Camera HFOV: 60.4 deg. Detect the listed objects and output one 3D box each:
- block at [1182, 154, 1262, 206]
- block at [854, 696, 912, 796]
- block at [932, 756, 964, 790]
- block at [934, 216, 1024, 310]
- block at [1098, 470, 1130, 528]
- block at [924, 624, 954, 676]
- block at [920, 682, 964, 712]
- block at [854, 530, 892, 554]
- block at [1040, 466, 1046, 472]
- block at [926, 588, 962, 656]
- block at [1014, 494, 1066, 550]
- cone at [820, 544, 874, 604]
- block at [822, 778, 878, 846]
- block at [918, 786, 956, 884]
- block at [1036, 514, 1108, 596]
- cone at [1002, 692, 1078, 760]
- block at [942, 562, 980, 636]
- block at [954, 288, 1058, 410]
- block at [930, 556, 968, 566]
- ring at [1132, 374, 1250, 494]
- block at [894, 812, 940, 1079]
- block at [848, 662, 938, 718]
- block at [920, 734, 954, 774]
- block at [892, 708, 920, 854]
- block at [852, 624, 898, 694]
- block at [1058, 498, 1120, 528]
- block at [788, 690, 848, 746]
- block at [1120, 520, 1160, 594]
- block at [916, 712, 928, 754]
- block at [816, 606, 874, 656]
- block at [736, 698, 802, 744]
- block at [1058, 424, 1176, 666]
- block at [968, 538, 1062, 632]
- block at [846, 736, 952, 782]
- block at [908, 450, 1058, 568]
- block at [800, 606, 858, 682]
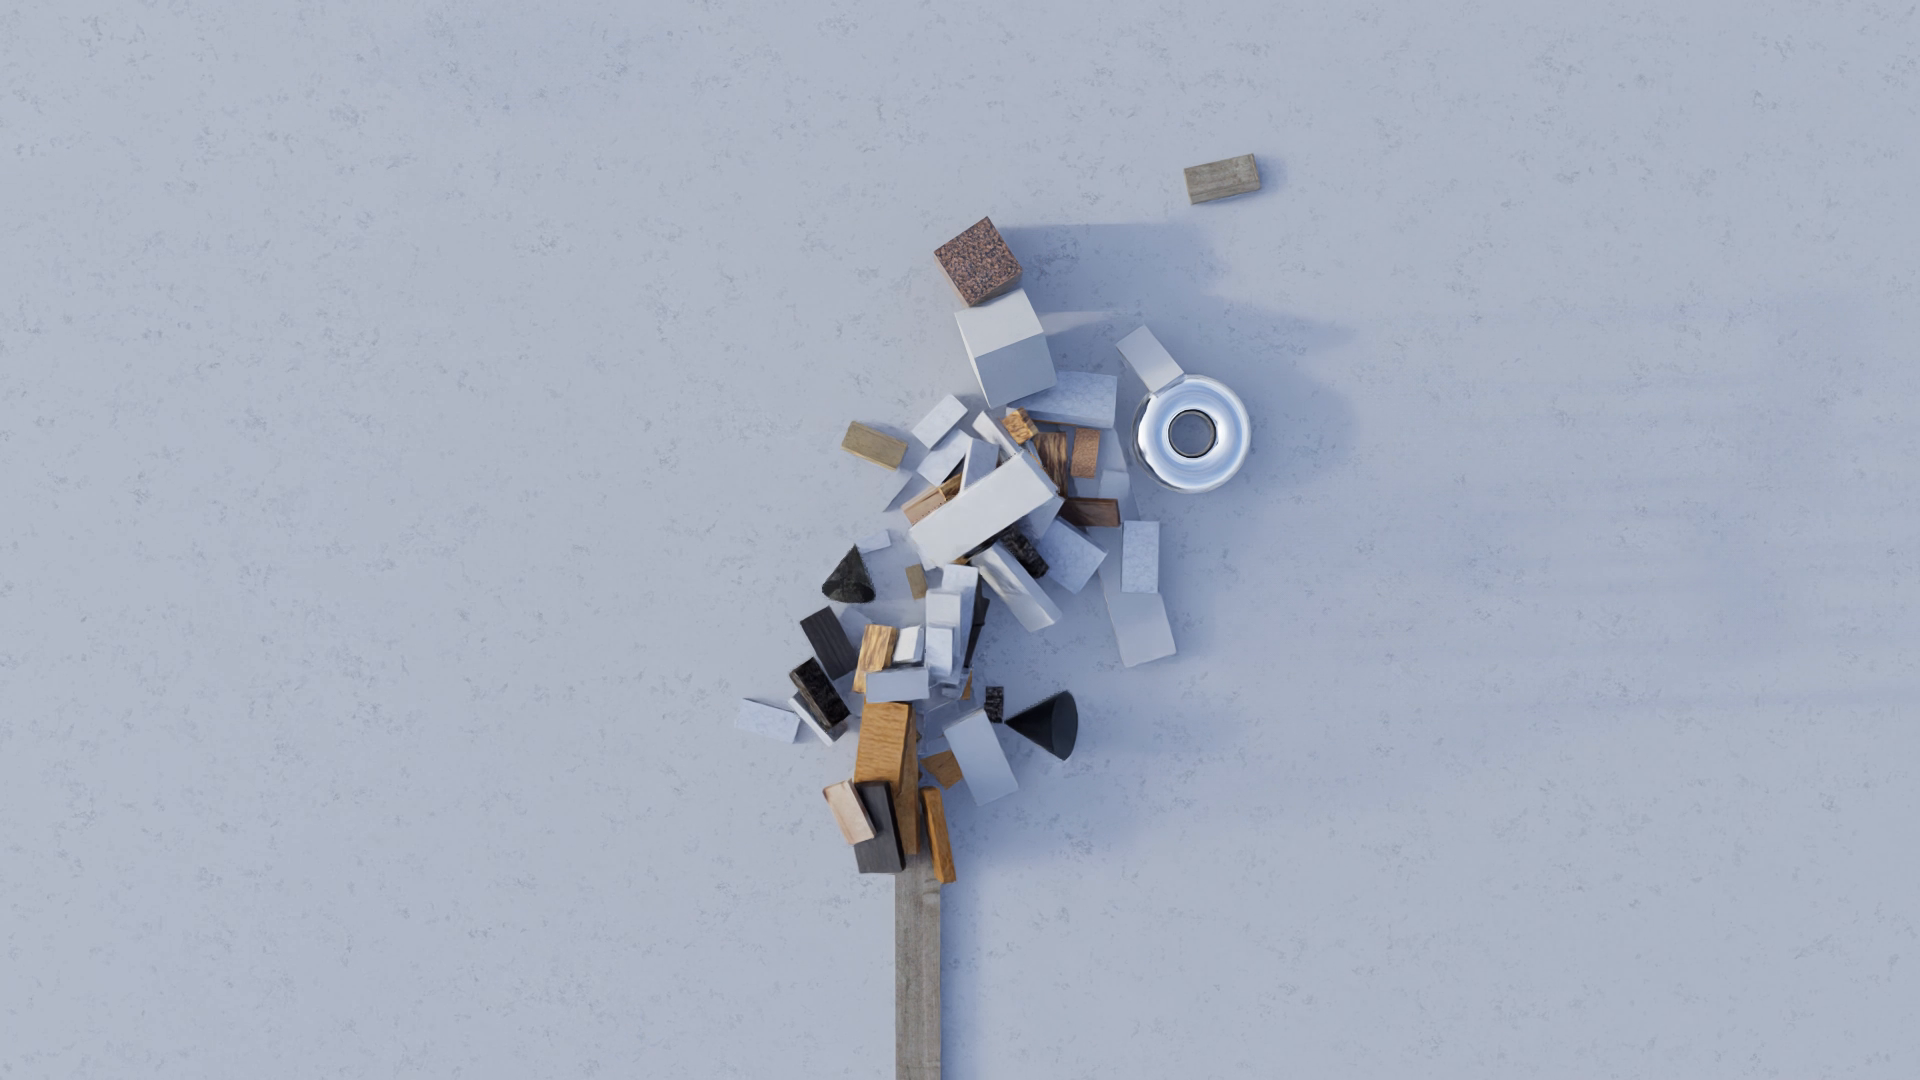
[{"bbox_3d":[0.871,-1.199,5.483,0.236,0.033,0.118,-13,90,0],"label":"block"},{"bbox_3d":[-0.252,0.669,5.374,0.152,0.043,0.304,10,97,16],"label":"block"},{"bbox_3d":[-0.011,0.756,5.489,0.149,0.021,0.074,-39,90,0],"label":"block"},{"bbox_3d":[0.059,-0.896,5.396,0.209,0.209,0.209,-33,90,0],"label":"block"},{"bbox_3d":[0.502,-0.134,5.437,0.091,0.026,0.183,10,90,0],"label":"block"},{"bbox_3d":[-0.067,0.354,5.315,0.087,0.025,0.174,7,118,9],"label":"block"},{"bbox_3d":[-0.063,0.513,5.467,0.138,0.020,0.069,-26,73,12],"label":"block"},{"bbox_3d":[-0.290,0.007,5.492,0.112,0.016,0.056,-16,90,0],"label":"block"},{"bbox_3d":[0.183,-0.163,5.369,0.202,0.101,0.029,-55,133,-8],"label":"block"},{"bbox_3d":[-0.050,0.265,5.301,0.110,0.031,0.220,4,116,10],"label":"block"},{"bbox_3d":[0.250,-0.074,5.384,0.101,0.029,0.202,32,111,3],"label":"block"},{"bbox_3d":[-0.359,0.091,5.460,0.179,0.179,0.179,6,63,0],"label":"cone"},{"bbox_3d":[-0.358,0.884,5.354,0.101,0.029,0.203,-22,97,23],"label":"block"},{"bbox_3d":[-0.074,0.959,5.379,0.042,0.149,0.299,-10,88,-13],"label":"block"},{"bbox_3d":[0.293,0.007,5.440,0.354,0.050,0.177,35,111,2],"label":"block"},{"bbox_3d":[0.242,0.609,5.450,0.224,0.224,0.224,-1,90,27],"label":"cone"},{"bbox_3d":[-0.008,0.190,5.337,0.110,0.031,0.220,9,94,8],"label":"block"},{"bbox_3d":[0.150,-0.619,5.334,0.235,0.235,0.235,-21,48,0],"label":"block"},{"bbox_3d":[-0.035,0.066,5.434,0.112,0.016,0.056,26,79,8],"label":"block"},{"bbox_3d":[0.761,-0.349,5.436,0.396,0.132,0.396,0,91,0],"label":"ring"},{"bbox_3d":[-0.140,1.382,5.479,0.149,0.042,0.945,0,90,0],"label":"block"},{"bbox_3d":[-0.221,0.495,5.470,0.294,0.025,0.087,-23,71,1],"label":"block"},{"bbox_3d":[-0.065,0.702,5.489,0.149,0.021,0.074,-40,90,0],"label":"block"},{"bbox_3d":[-0.217,0.789,5.418,0.152,0.043,0.477,-1,94,17],"label":"block"},{"bbox_3d":[-0.279,0.392,5.402,0.113,0.032,0.226,4,78,40],"label":"block"},{"bbox_3d":[0.415,-0.091,5.399,0.217,0.026,0.091,3,121,24],"label":"block"},{"bbox_3d":[-0.468,0.577,5.450,0.203,0.101,0.029,48,126,0],"label":"block"},{"bbox_3d":[0.594,0.055,5.433,0.118,0.033,0.236,2,90,0],"label":"block"},{"bbox_3d":[-0.147,0.641,5.466,0.069,0.020,0.138,-8,73,9],"label":"block"},{"bbox_3d":[-0.383,0.327,5.486,0.100,0.028,0.200,32,90,0],"label":"block"},{"bbox_3d":[-0.637,0.603,5.486,0.200,0.028,0.100,16,90,0],"label":"block"},{"bbox_3d":[0.523,-0.005,5.475,0.177,0.050,0.833,-15,90,0],"label":"block"},{"bbox_3d":[0.179,0.153,5.399,0.324,0.162,0.046,50,59,-7],"label":"block"},{"bbox_3d":[-0.185,0.722,5.473,0.392,0.014,0.048,-20,84,5],"label":"block"},{"bbox_3d":[0.069,-0.092,5.229,0.515,0.046,0.162,-33,104,35],"label":"block"},{"bbox_3d":[-0.427,0.342,5.455,0.113,0.032,0.226,-29,90,0],"label":"block"}]
